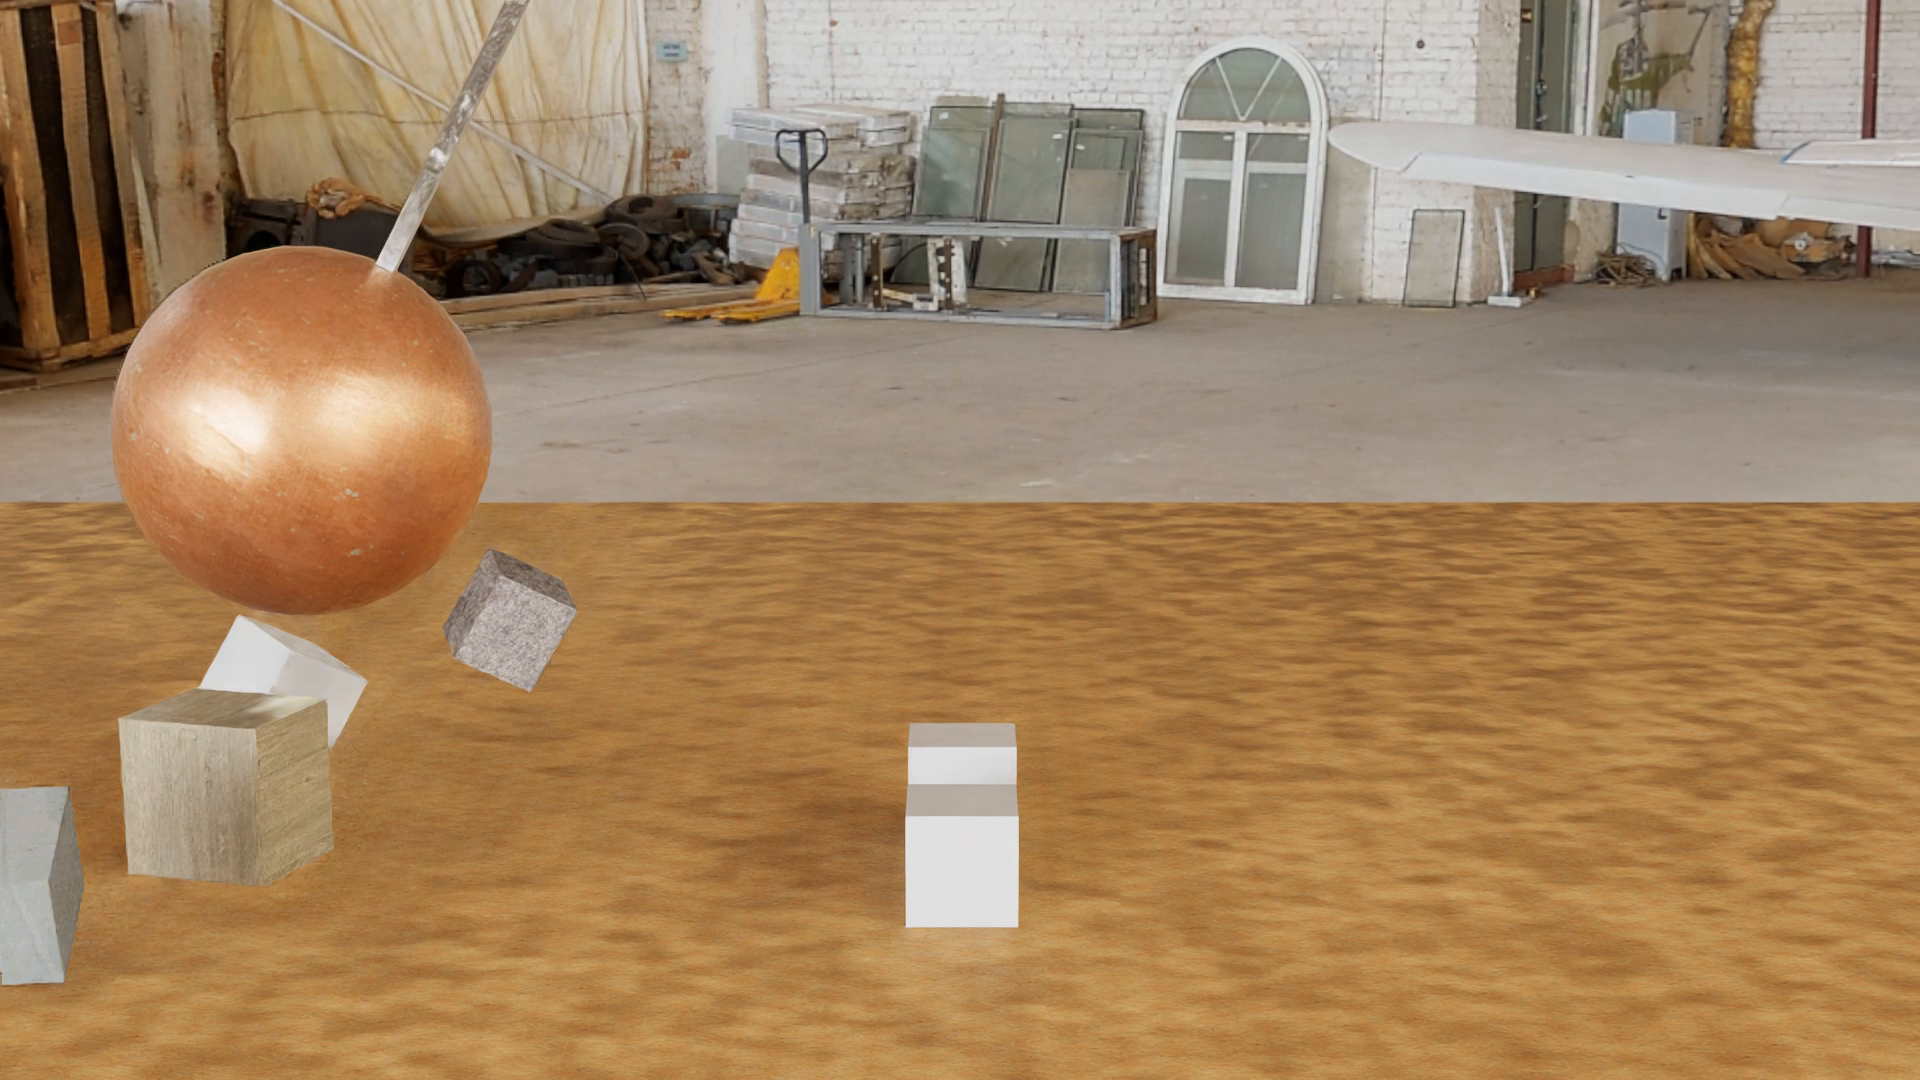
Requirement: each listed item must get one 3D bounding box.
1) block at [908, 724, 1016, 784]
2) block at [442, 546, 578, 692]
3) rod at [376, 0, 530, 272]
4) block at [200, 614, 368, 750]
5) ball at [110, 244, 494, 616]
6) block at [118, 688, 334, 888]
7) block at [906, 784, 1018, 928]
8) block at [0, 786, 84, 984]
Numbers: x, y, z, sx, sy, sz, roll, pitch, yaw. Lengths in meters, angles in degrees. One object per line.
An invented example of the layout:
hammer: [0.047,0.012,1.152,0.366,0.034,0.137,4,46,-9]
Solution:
block: [0.011,1.141,11.946,0.494,0.481,0.440,0,10,0]
block: [-1.829,0.321,10.415,0.348,0.393,0.337,27,9,-26]
rod: [-1.227,-3.420,10.559,0.080,5.200,0.080,28,9,-5]
block: [-3.408,0.783,12.801,0.508,0.562,0.509,26,-2,40]
ball: [-2.832,-0.471,11.095,1.600,1.600,1.600,0,10,0]
block: [-3.286,1.101,11.522,0.686,0.710,0.588,3,11,16]
block: [0.008,1.334,10.890,0.468,0.478,0.491,0,10,0]
block: [-3.753,1.351,10.023,0.506,0.515,0.567,-1,34,-9]
